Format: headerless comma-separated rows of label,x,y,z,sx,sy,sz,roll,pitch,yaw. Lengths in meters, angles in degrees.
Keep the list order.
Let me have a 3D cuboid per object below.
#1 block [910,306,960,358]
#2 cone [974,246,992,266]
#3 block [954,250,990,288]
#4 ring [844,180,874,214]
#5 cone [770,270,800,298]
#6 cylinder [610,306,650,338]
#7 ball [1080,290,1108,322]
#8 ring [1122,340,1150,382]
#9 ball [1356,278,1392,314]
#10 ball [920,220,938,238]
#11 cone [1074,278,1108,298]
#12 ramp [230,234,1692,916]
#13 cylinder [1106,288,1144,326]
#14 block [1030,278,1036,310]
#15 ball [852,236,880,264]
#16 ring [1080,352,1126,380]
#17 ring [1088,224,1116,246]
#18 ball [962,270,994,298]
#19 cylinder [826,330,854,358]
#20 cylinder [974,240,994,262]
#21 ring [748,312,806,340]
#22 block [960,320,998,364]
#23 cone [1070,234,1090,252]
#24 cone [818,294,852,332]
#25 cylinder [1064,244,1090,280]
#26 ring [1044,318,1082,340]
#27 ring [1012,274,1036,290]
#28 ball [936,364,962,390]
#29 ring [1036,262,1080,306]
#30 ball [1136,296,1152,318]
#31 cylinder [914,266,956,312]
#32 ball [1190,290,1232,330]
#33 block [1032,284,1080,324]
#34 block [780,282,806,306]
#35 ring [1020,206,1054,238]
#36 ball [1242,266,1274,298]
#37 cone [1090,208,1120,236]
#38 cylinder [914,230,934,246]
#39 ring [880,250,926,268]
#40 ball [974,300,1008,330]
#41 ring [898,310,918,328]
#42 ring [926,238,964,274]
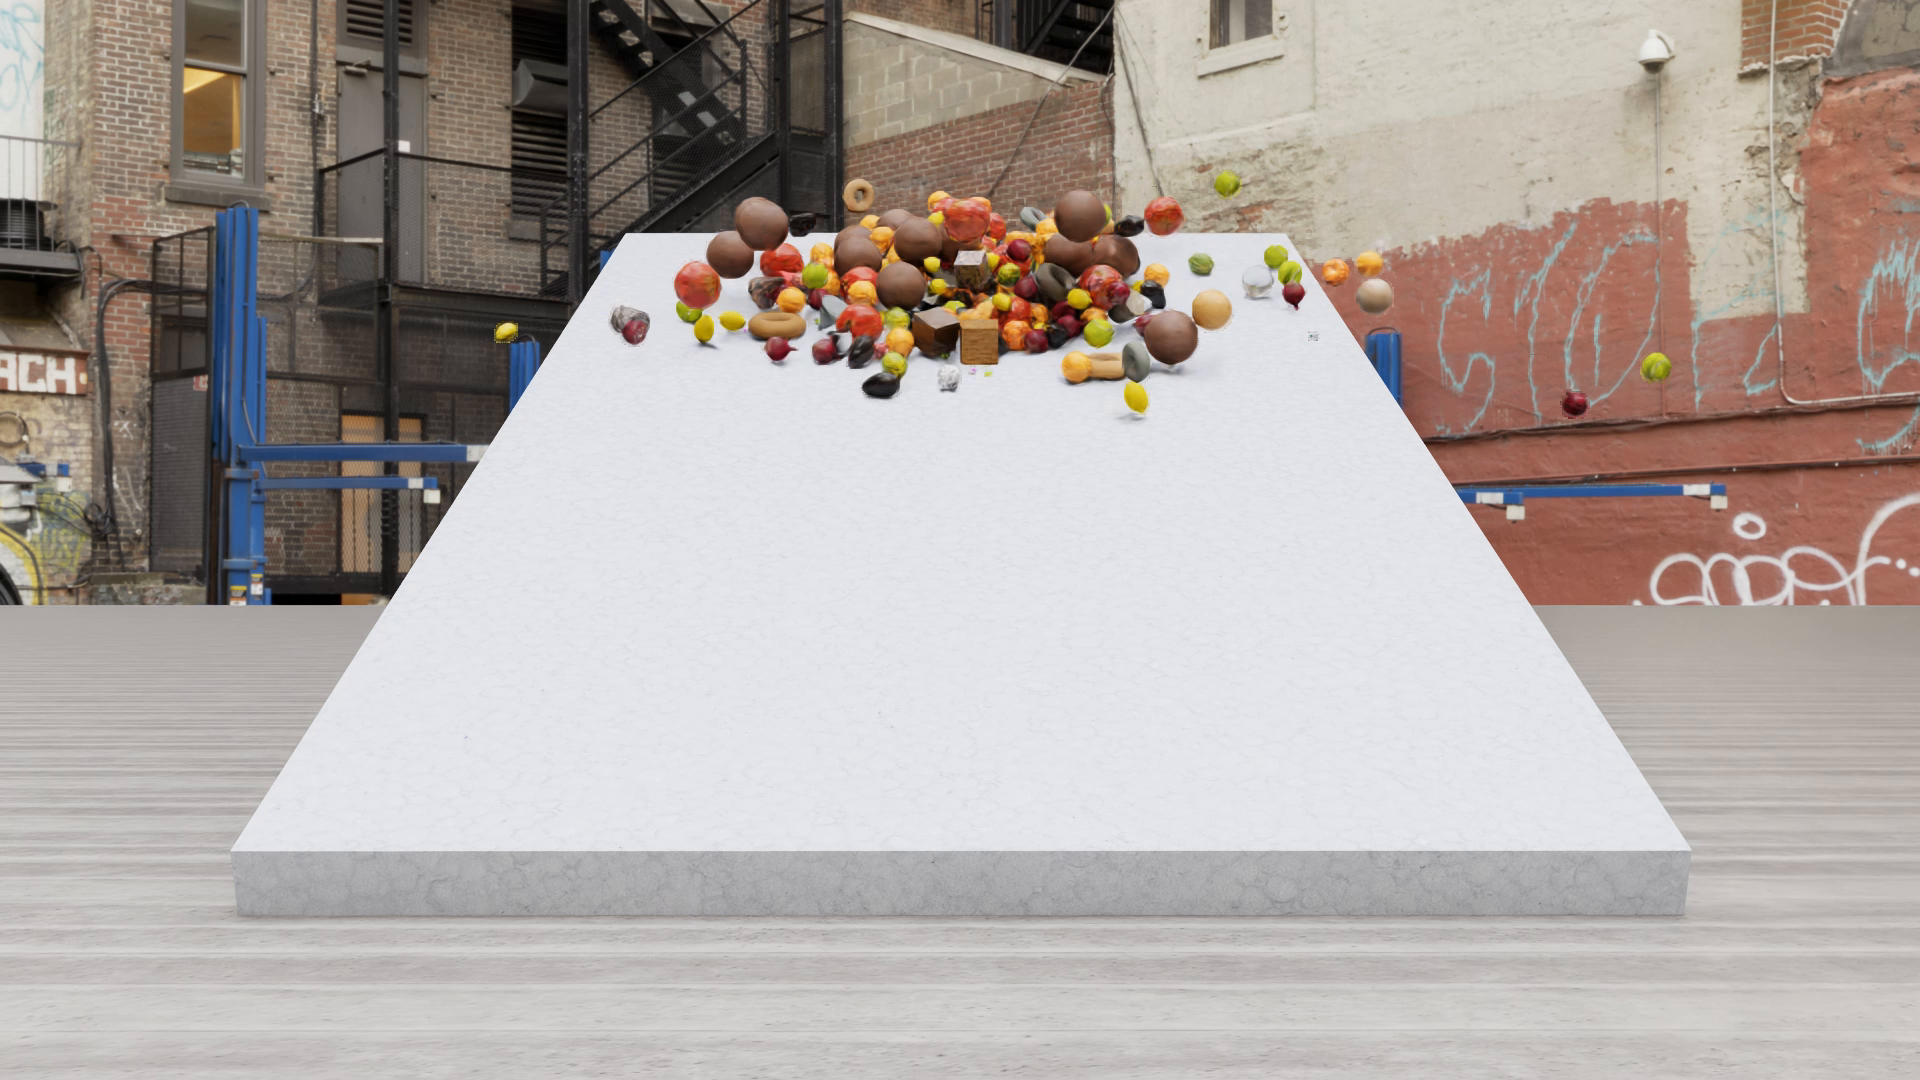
block,-0.061,-0.506,5.509,0.080,0.080,0.080,-20,45,-36
cone,0.065,-0.743,6.082,0.069,0.069,0.069,1,41,-22
block,0.030,-0.696,5.819,0.071,0.071,0.071,2,41,16
ring,-0.286,-0.971,6.401,0.098,0.098,0.033,1,13,-34
cone,-0.444,-0.680,5.915,0.077,0.077,0.077,-26,14,-35
cylinder,-0.826,-0.546,5.674,0.070,0.070,0.070,19,10,34
ball,0.344,-0.603,5.837,0.080,0.080,0.080,0,-1,0
ring,0.405,-0.412,5.222,0.032,0.097,0.097,-12,4,-26
ball,1.102,-0.647,6.018,0.096,0.096,0.096,0,-1,0
ball,-0.089,-0.895,6.503,0.053,0.053,0.053,0,-1,0
cone,0.346,-0.660,5.931,0.090,0.090,0.090,-21,0,-4
ramp,-0.005,-0.205,4.996,2.000,0.100,4.000,0,20,0
cylinder,0.422,-0.593,5.763,0.069,0.069,0.069,1,-24,-35
block,0.237,-0.637,5.928,0.082,0.082,0.082,-9,21,-22
ball,-0.269,-0.830,6.470,0.078,0.078,0.078,0,-1,0
ring,0.349,-0.413,5.363,0.134,0.045,0.134,0,19,0
ring,0.418,-0.901,6.687,0.094,0.031,0.094,28,-5,3
ball,0.043,-0.691,6.014,0.093,0.093,0.093,0,-1,0
cylinder,-0.291,-0.477,5.503,0.060,0.060,0.060,-7,16,2
cylinder,0.069,-0.827,6.495,0.054,0.054,0.054,0,20,0
ring,-0.461,-0.539,5.703,0.146,0.049,0.146,1,20,-1
block,0.047,-0.480,5.479,0.090,0.090,0.090,0,20,-2
cone,0.324,-0.831,6.483,0.068,0.068,0.068,-22,5,-17
cone,-0.332,-0.553,5.675,0.087,0.087,0.087,2,-41,-46
cylinder,0.321,-0.764,6.250,0.073,0.073,0.073,0,-34,2
ring,0.259,-0.532,5.704,0.094,0.031,0.094,0,29,0
ring,0.190,-0.706,6.197,0.094,0.031,0.094,0,19,0
ball,-0.026,-0.378,5.243,0.057,0.057,0.057,0,-1,0
ring,0.248,-0.647,5.730,0.135,0.135,0.045,2,-41,-49
ball,0.472,-0.606,5.878,0.058,0.058,0.058,0,-1,0
cylinder,-0.062,-0.645,5.869,0.092,0.092,0.092,17,33,-12
ball,0.598,-0.546,5.375,0.098,0.098,0.098,0,-1,0
block,0.248,-0.612,5.838,0.092,0.092,0.092,-10,21,-23
block,-0.444,-0.658,6.031,0.051,0.051,0.051,10,22,26
ring,0.220,-0.907,6.457,0.115,0.115,0.038,2,-47,-52
ball,0.800,-0.695,6.085,0.086,0.086,0.086,0,-1,0
cone,0.419,-0.876,6.343,0.079,0.079,0.079,21,-9,-20
cylinder,-0.103,-0.901,6.706,0.050,0.050,0.050,0,29,17
ring,-0.161,-0.790,6.377,0.129,0.043,0.129,-2,4,0
ball,0.078,-0.566,5.730,0.083,0.083,0.083,0,-1,0
ring,-0.117,-0.565,5.804,0.089,0.030,0.089,3,22,-1
ring,-0.039,-0.785,6.271,0.112,0.112,0.037,0,-20,12
